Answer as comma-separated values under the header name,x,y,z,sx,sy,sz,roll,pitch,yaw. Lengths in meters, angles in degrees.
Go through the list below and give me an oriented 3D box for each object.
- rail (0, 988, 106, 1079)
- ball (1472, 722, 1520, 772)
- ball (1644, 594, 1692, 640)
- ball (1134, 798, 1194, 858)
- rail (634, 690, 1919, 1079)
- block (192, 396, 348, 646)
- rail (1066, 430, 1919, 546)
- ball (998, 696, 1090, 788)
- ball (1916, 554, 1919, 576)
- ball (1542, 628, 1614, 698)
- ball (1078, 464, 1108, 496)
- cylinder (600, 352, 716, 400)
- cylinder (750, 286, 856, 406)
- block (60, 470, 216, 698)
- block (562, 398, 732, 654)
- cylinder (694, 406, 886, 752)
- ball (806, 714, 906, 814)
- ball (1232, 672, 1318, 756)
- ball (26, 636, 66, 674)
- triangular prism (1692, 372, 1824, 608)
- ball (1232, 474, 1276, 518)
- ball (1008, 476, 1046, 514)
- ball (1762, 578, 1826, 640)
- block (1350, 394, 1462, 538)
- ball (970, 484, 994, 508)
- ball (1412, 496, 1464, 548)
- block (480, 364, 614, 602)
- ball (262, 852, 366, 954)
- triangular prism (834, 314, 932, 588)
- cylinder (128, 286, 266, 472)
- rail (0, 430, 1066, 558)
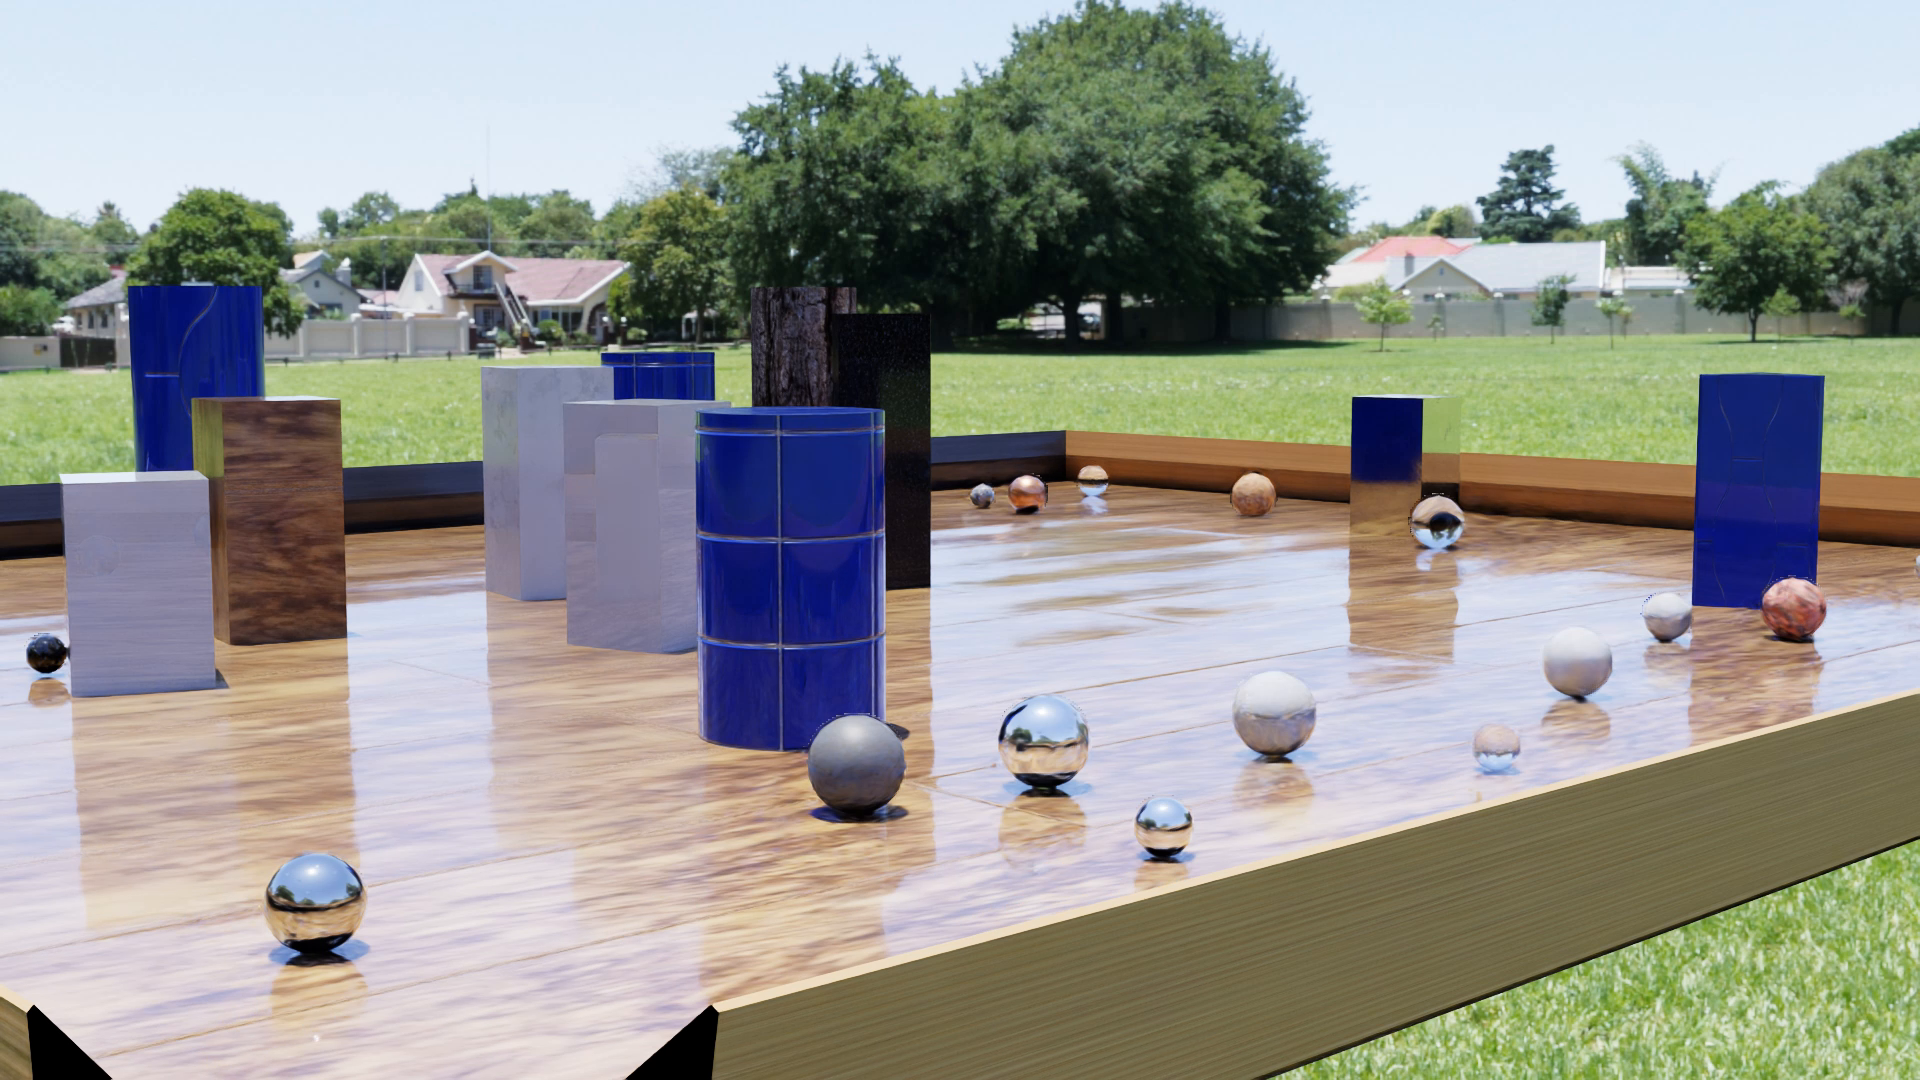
name,x,y,z,sx,sy,sz,roll,pitch,yaw
rail,-1.377,0.165,2.068,0.045,0.129,3.288,-5,8,-42
ball,0.520,0.201,2.133,0.047,0.047,0.047,0,6,0
ball,0.959,0.104,2.982,0.063,0.063,0.063,0,6,0
ball,0.167,0.235,1.798,0.049,0.049,0.049,0,6,0
rail,1.099,0.157,2.147,3.795,0.129,0.045,-5,8,-42
block,-0.951,-0.032,3.026,0.158,0.325,0.158,-4,7,-33
rail,1.377,-0.098,4.596,0.045,0.129,3.288,-5,8,-42
ball,0.079,0.189,2.056,0.087,0.087,0.087,0,6,0
ball,1.586,0.042,3.572,0.063,0.063,0.063,0,6,0
ball,0.713,0.141,2.541,0.080,0.080,0.080,0,6,0
ball,0.320,-0.145,5.306,0.075,0.075,0.075,0,6,0
cylinder,-0.526,-0.142,3.850,0.198,0.372,0.198,0,6,0
cylinder,-0.292,-0.230,4.138,0.198,0.487,0.198,0,6,0
block,-0.985,0.048,2.630,0.158,0.248,0.158,-3,6,-23
block,-0.416,-0.023,2.949,0.158,0.323,0.158,3,7,30
cylinder,-0.177,0.035,2.309,0.198,0.341,0.198,0,6,0
ball,-0.092,0.199,1.952,0.088,0.088,0.088,0,6,0
ball,0.315,0.174,2.204,0.085,0.085,0.085,0,6,0
ball,-1.117,0.140,2.689,0.046,0.046,0.046,0,6,0
triangular prism,1.215,-0.079,3.351,0.171,0.349,0.148,2,6,20
ball,0.635,-0.097,4.755,0.094,0.094,0.094,0,6,0
ball,0.148,-0.100,4.833,0.084,0.084,0.084,0,6,0
ball,1.133,0.093,2.989,0.083,0.083,0.083,0,6,0
block,0.894,-0.152,4.414,0.158,0.274,0.158,5,8,40
ball,0.051,-0.100,4.986,0.053,0.053,0.053,0,6,0
ball,0.898,-0.034,4.134,0.098,0.098,0.098,0,6,0
block,-0.649,-0.095,3.470,0.158,0.357,0.158,-4,7,-32
ball,-0.448,0.252,1.529,0.069,0.069,0.069,0,6,0
triangular prism,-0.157,-0.147,3.576,0.171,0.440,0.148,-3,7,-29
cylinder,-1.184,-0.154,3.432,0.198,0.482,0.198,0,6,0
rail,-1.099,-0.090,4.516,3.795,0.129,0.045,-5,8,-42
